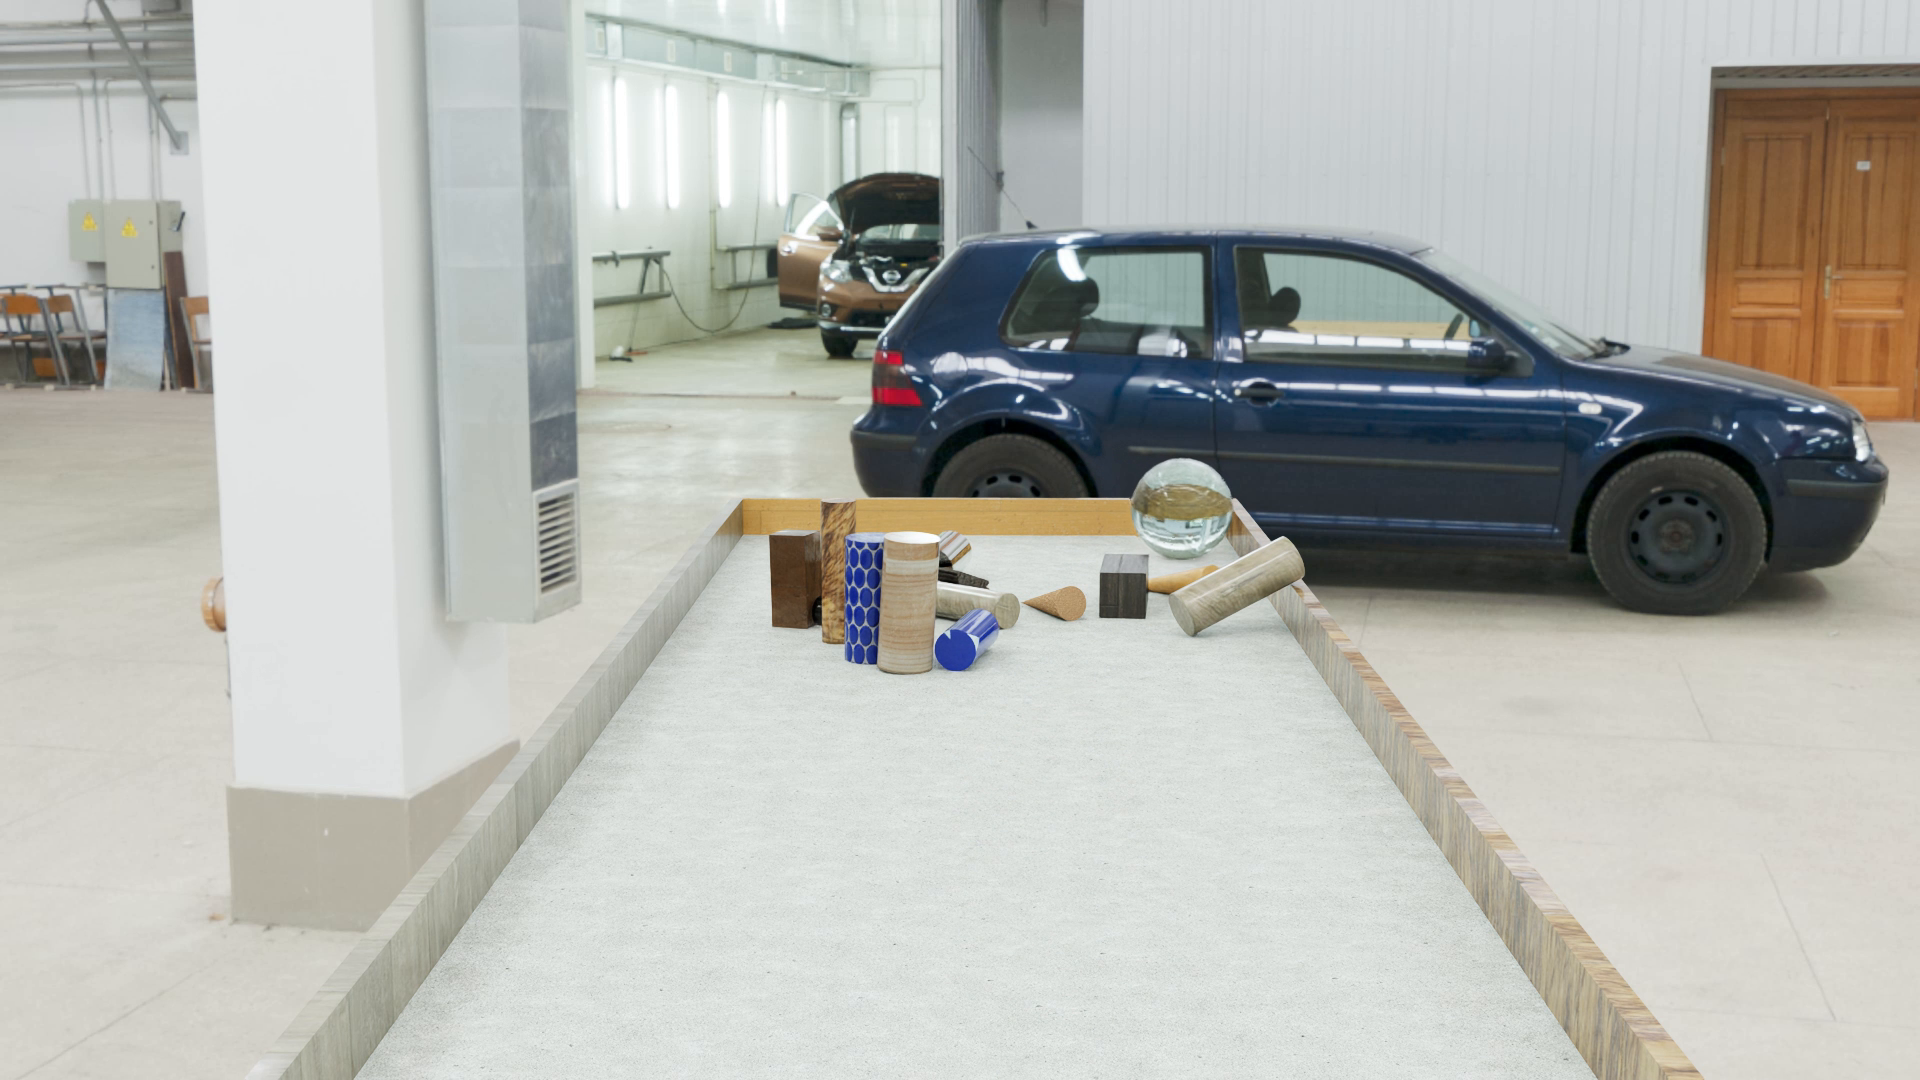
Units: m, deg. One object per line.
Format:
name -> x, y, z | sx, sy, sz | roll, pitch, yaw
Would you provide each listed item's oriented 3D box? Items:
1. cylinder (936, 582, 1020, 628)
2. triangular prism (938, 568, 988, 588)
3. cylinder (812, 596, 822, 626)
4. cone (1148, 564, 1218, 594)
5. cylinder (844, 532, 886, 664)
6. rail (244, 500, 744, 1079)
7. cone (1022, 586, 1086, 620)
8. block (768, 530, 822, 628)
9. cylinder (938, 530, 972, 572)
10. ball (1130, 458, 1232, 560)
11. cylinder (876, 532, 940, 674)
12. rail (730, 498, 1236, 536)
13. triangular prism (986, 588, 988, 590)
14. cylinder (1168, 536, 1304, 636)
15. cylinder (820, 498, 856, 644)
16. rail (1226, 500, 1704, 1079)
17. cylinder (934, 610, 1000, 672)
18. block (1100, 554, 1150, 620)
cylinder -> 0.027, 0.212, 7.292 | 0.357, 0.118, 0.118 | 8, 12, 43
triangular prism -> -0.119, 0.125, 7.588 | 0.440, 0.130, 0.150 | 10, 54, 48
cylinder -> -0.293, 0.249, 7.106 | 0.393, 0.103, 0.103 | 6, 11, 34
cone -> 0.726, 0.158, 7.809 | 0.436, 0.128, 0.128 | -3, 4, 45
cylinder -> -0.266, 0.176, 6.681 | 0.167, 0.375, 0.167 | 1, 11, 0
rail -> -1.004, 0.839, 3.234 | 0.050, 0.150, 12.000 | 0, 9, 1
cone -> 0.290, 0.214, 7.474 | 0.116, 0.116, 0.365 | -4, 1, -26
block -> -0.538, 0.127, 7.226 | 0.127, 0.305, 0.127 | 2, 9, 20
cylinder -> -0.070, 0.078, 7.999 | 0.163, 0.163, 0.407 | 2, 9, 10
ball -> 0.859, -0.121, 8.515 | 0.393, 0.393, 0.393 | 0, 9, 0
cylinder -> -0.154, 0.186, 6.534 | 0.167, 0.396, 0.167 | 3, 12, -1
rail -> 0.099, -0.098, 9.147 | 2.100, 0.150, 0.050 | 0, 9, 1
triangular prism -> -0.020, 0.177, 7.629 | 0.091, 0.079, 0.379 | -6, 11, -37
cylinder -> 0.894, 0.148, 7.102 | 0.424, 0.151, 0.151 | -26, 16, -14
cylinder -> -0.383, 0.098, 6.951 | 0.111, 0.451, 0.111 | 0, 9, 0
rail -> 1.046, 0.843, 3.208 | 0.050, 0.150, 12.000 | 0, 9, 1
cylinder -> 0.023, 0.303, 6.695 | 0.127, 0.127, 0.335 | 2, 9, 13
block -> 0.564, 0.156, 7.530 | 0.155, 0.155, 0.389 | 1, 9, 6
